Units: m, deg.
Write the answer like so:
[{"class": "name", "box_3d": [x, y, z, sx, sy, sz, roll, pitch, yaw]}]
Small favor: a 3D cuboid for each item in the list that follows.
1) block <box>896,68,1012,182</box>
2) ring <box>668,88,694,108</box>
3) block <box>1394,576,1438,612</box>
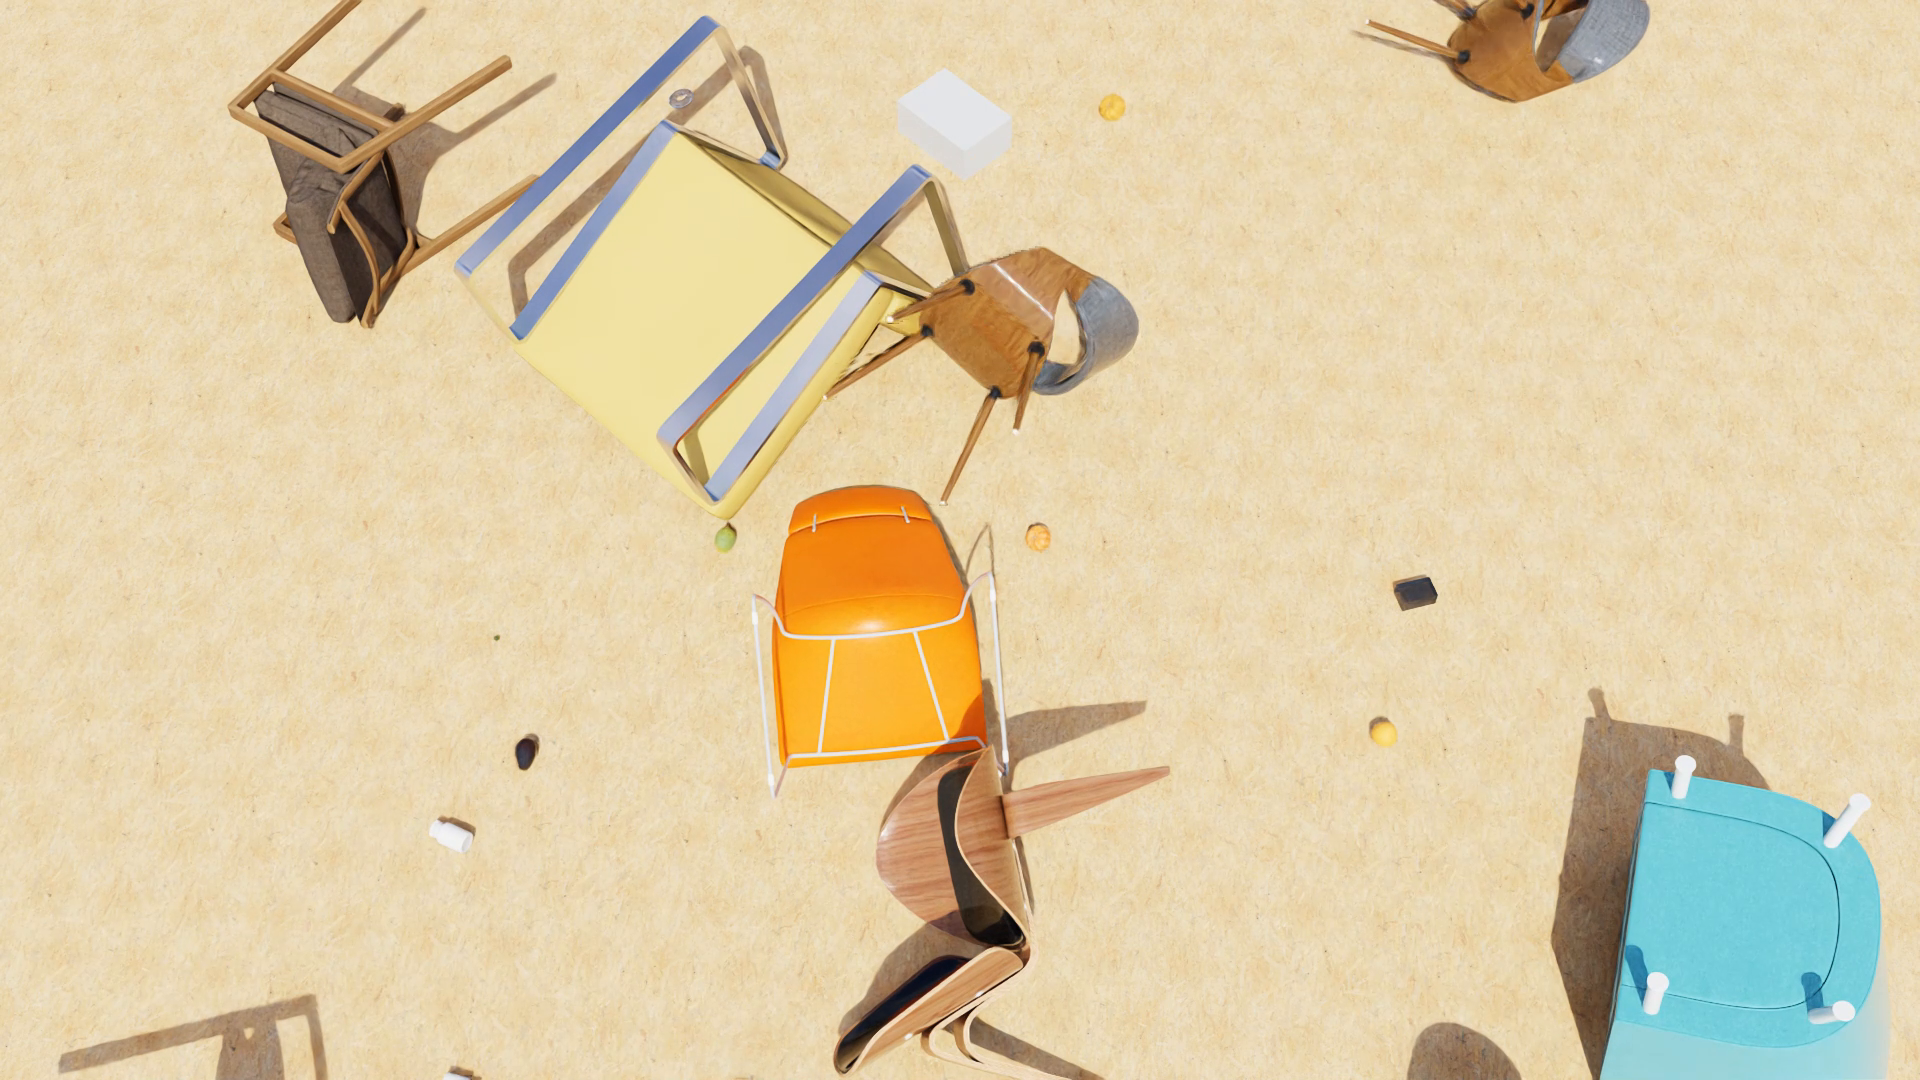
[{"class": "block", "box_3d": [-0.019, -1.405, 7.430, 0.223, 0.144, 0.326, -39, 64, -23]}, {"class": "ring", "box_3d": [-0.962, -1.524, 7.582, 0.096, 0.024, 0.071, -39, 65, -22]}, {"class": "block", "box_3d": [1.335, 0.158, 6.440, 0.105, 0.045, 0.066, -13, 57, -8]}]
